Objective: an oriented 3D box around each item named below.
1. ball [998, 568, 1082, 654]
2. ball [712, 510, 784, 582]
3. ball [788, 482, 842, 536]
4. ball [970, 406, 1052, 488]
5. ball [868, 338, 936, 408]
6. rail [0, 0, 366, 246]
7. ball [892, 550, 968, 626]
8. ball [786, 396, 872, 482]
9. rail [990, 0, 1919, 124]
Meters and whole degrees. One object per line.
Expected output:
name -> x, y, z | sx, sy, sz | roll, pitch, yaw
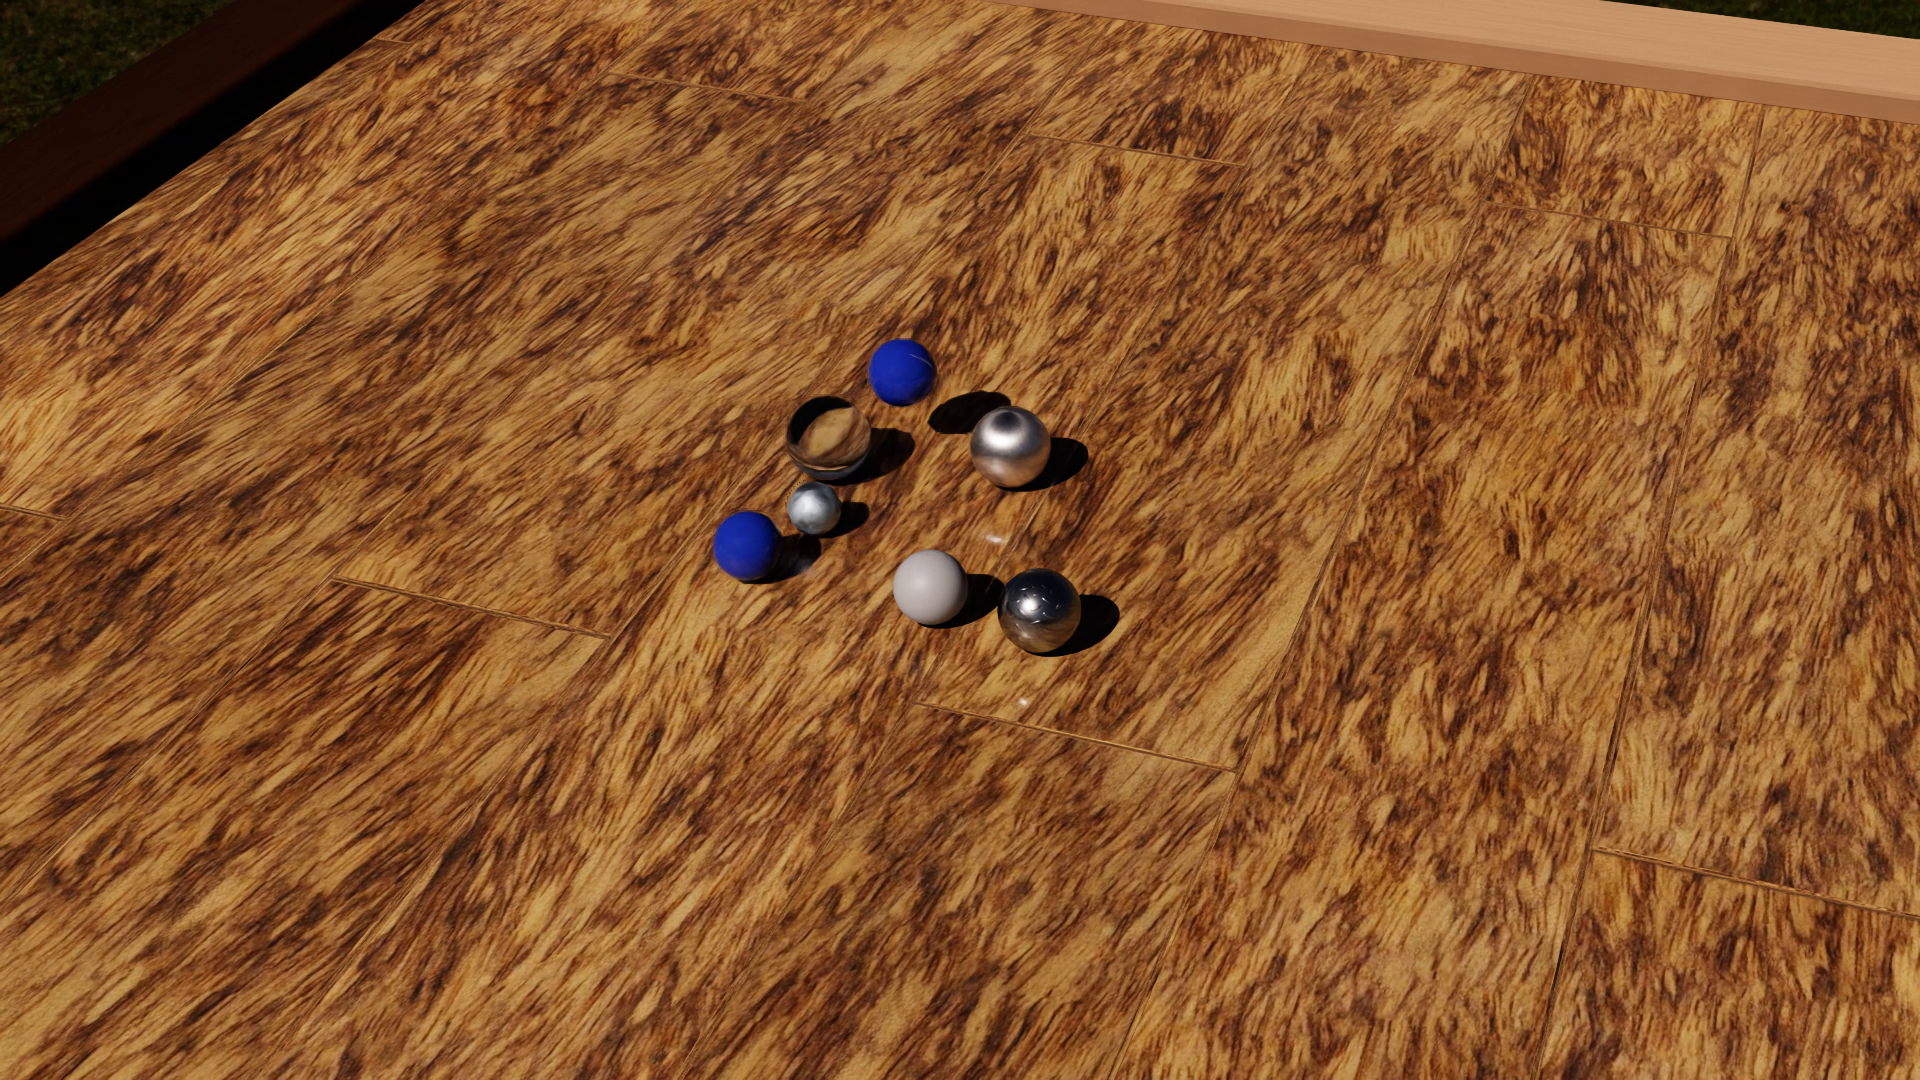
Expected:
ball -> 0.061, 0.054, 1.962 | 0.065, 0.065, 0.065 | 0, 33, 0
ball -> -0.169, 0.005, 2.045 | 0.056, 0.056, 0.056 | 0, 33, 0
ball -> -0.119, -0.026, 2.102 | 0.044, 0.044, 0.044 | 0, 33, 0
ball -> 0.042, -0.078, 2.161 | 0.069, 0.069, 0.069 | 0, 33, 0
ball -> -0.049, -0.142, 2.182 | 0.059, 0.059, 0.059 | 0, 33, 0
rail -> -1.006, -0.211, 2.339 | 0.045, 0.094, 2.354 | 11, 35, 16
ball -> -0.023, 0.037, 1.994 | 0.059, 0.059, 0.059 | 0, 33, 0
ball -> -0.111, -0.086, 2.169 | 0.073, 0.073, 0.073 | 0, 33, 0
rail -> 1.416, -0.408, 2.640 | 4.369, 0.094, 0.045 | 11, 35, 16
